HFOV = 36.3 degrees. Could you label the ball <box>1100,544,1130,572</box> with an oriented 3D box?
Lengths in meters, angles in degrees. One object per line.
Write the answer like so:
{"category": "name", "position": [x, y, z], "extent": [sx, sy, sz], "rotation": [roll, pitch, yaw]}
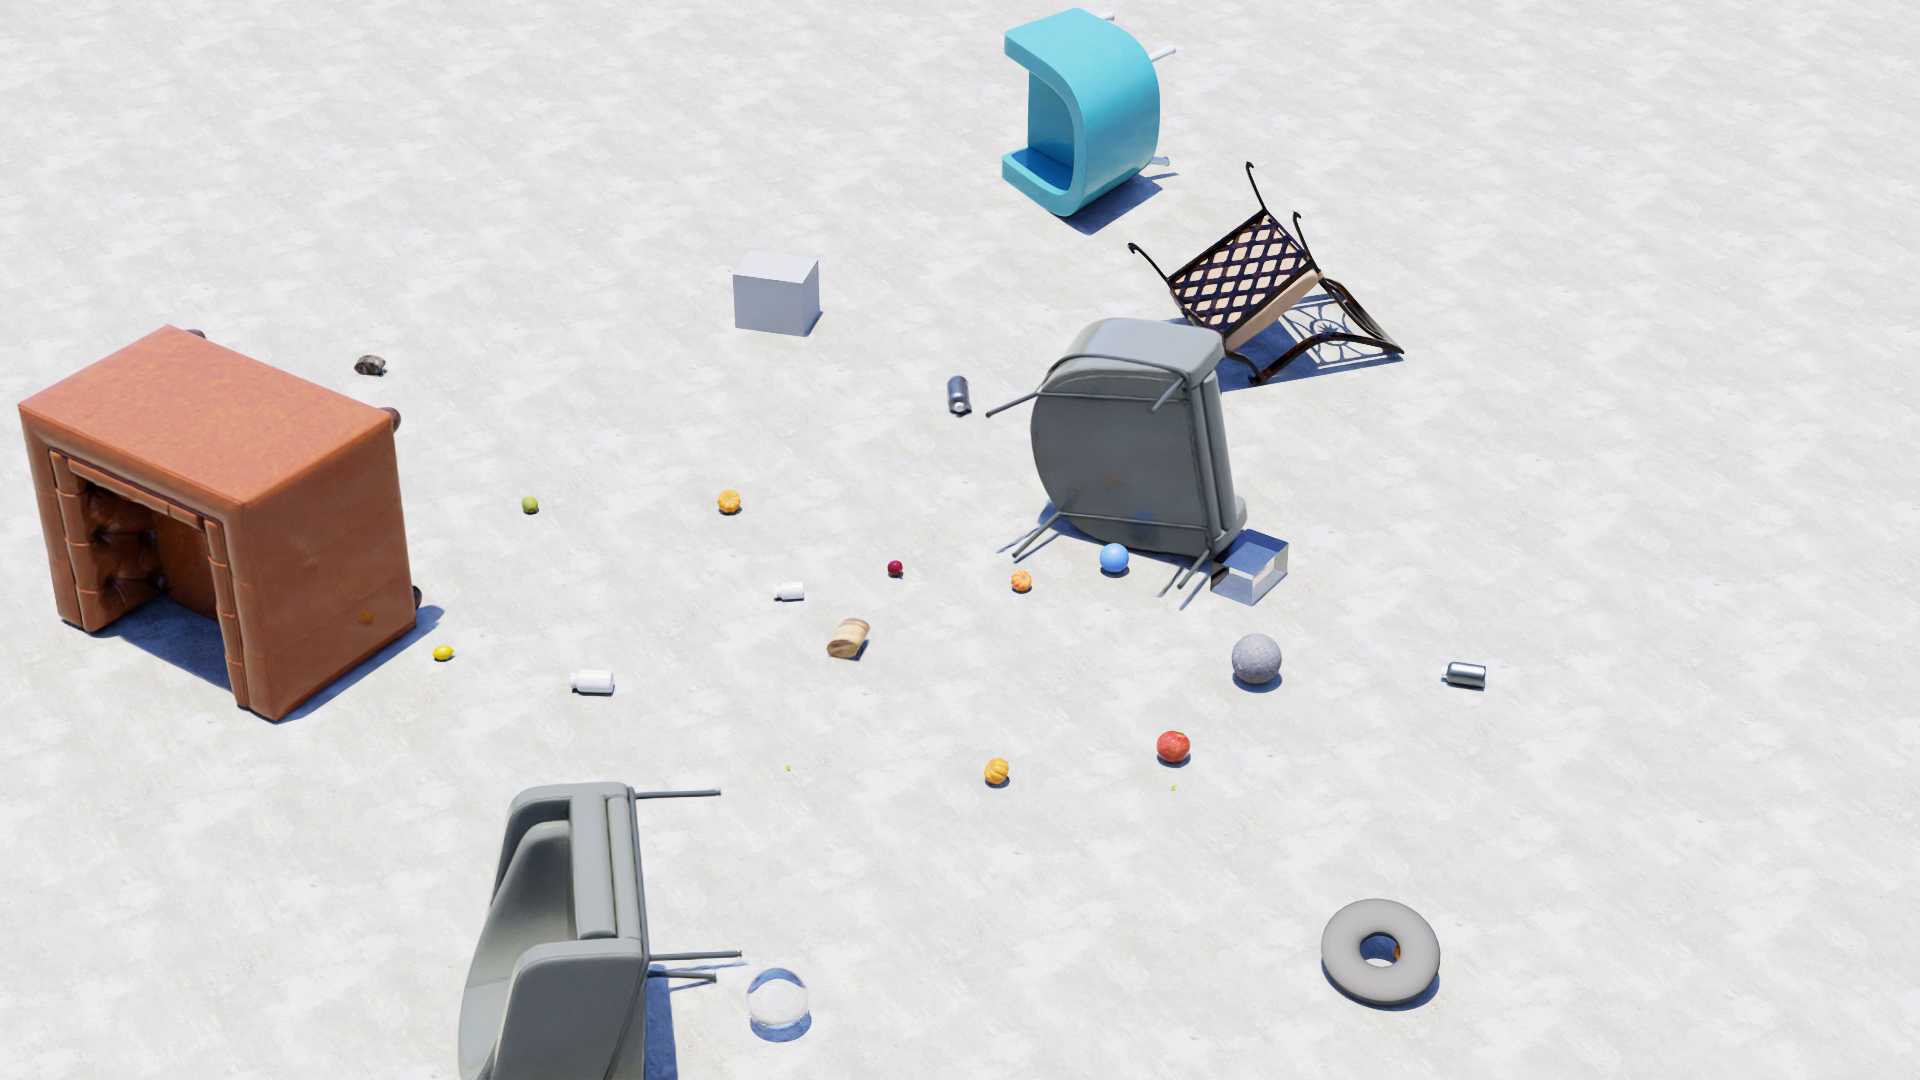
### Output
{"category": "ball", "position": [0.565, 0.066, 10.745], "extent": [0.109, 0.109, 0.109], "rotation": [0, 33, 0]}

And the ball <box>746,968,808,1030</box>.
{"category": "ball", "position": [-0.542, 1.363, 8.707], "extent": [0.186, 0.186, 0.186], "rotation": [0, 33, 0]}

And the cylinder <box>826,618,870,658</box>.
{"category": "cylinder", "position": [-0.394, 0.347, 10.339], "extent": [0.120, 0.081, 0.137], "rotation": [-8, 29, 25]}

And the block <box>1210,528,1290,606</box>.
{"category": "block", "position": [1.054, 0.098, 10.672], "extent": [0.174, 0.136, 0.262], "rotation": [21, 39, 28]}

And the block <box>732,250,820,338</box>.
{"category": "block", "position": [-0.768, -1.033, 12.280], "extent": [0.303, 0.255, 0.223], "rotation": [8, 34, 13]}

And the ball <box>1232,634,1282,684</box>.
{"category": "ball", "position": [1.028, 0.411, 10.161], "extent": [0.176, 0.176, 0.176], "rotation": [0, 33, 0]}

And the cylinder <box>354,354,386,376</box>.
{"category": "cylinder", "position": [-2.408, -0.714, 11.970], "extent": [0.116, 0.062, 0.061], "rotation": [3, 33, 13]}

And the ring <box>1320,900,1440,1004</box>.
{"category": "ring", "position": [1.276, 1.248, 8.898], "extent": [0.343, 0.097, 0.381], "rotation": [-37, 52, -17]}
